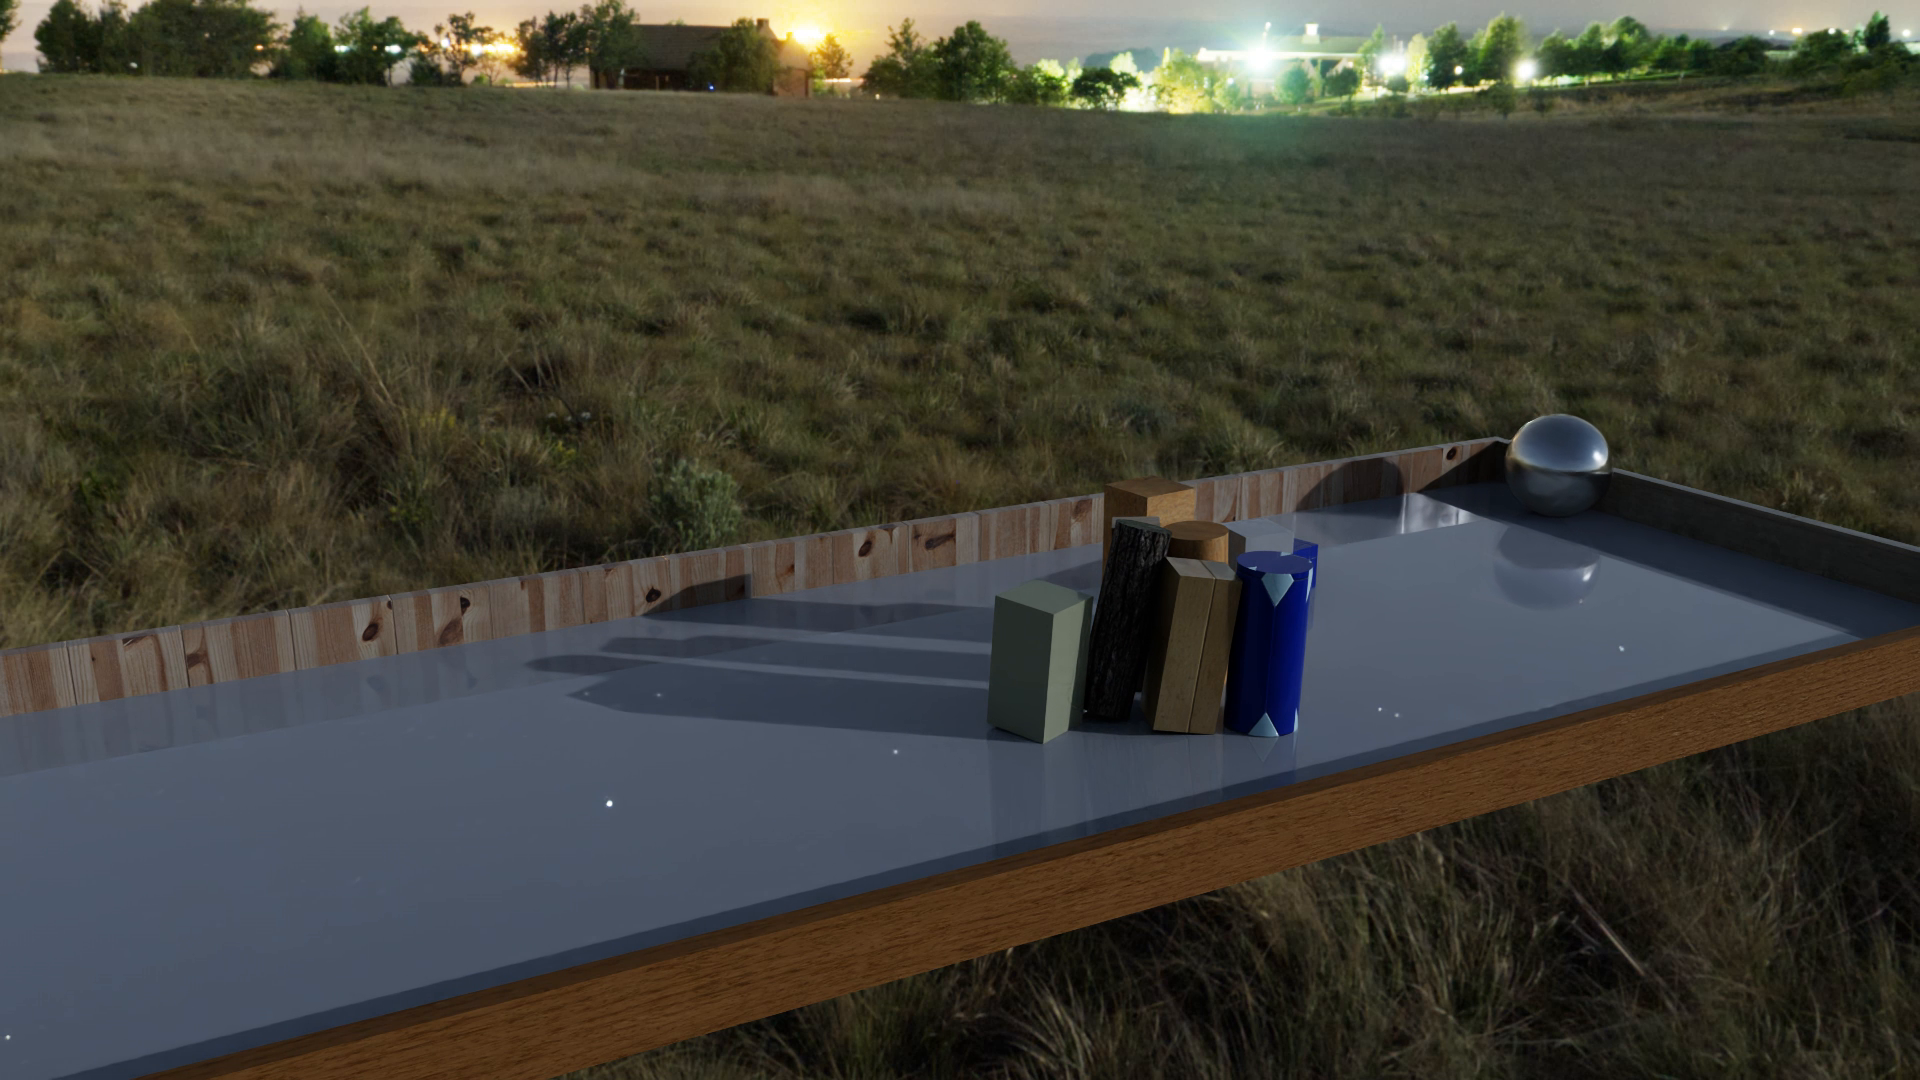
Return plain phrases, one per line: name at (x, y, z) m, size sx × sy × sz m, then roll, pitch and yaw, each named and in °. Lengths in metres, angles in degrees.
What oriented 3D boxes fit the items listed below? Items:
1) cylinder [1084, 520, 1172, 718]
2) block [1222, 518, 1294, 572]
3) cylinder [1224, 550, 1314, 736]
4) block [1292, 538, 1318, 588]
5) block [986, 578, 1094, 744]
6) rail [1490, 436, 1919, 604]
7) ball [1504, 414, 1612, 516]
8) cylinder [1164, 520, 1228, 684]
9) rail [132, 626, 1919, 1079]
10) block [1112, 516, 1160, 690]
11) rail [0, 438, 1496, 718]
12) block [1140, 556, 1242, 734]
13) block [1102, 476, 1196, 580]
cylinder at (0.385, 0.185, 3.896) m, size 0.133 × 0.449 × 0.133 m, roll 12°, pitch 9°, yaw -2°
block at (0.785, 0.115, 4.420) m, size 0.145 × 0.307 × 0.145 m, roll -6°, pitch 17°, yaw -20°
cylinder at (0.714, 0.239, 3.829) m, size 0.174 × 0.395 × 0.174 m, roll 2°, pitch 17°, yaw 0°
block at (0.873, 0.095, 4.798) m, size 0.361 × 0.131 × 0.131 m, roll -14°, pitch 21°, yaw -39°
block at (0.184, 0.278, 3.824) m, size 0.162 × 0.319 × 0.162 m, roll 17°, pitch 23°, yaw 34°
rail at (2.466, -0.048, 5.253) m, size 0.050 × 0.150 × 2.100 m, roll -9°, pitch 18°, yaw -27°
ball at (2.030, -0.255, 5.604) m, size 0.348 × 0.348 × 0.348 m, roll 0°, pitch 16°, yaw 0°
cylinder at (0.583, 0.163, 4.095) m, size 0.164 × 0.391 × 0.164 m, roll -2°, pitch 17°, yaw 1°
rail at (-2.336, 1.006, 1.665) m, size 12.000 × 0.150 × 0.050 m, roll -9°, pitch 18°, yaw -27°
block at (0.438, 0.156, 4.078) m, size 0.116 × 0.411 × 0.116 m, roll -1°, pitch 14°, yaw 6°
rail at (-3.305, 0.497, 3.399) m, size 12.000 × 0.150 × 0.050 m, roll -9°, pitch 18°, yaw -27°
block at (0.533, 0.245, 3.830) m, size 0.147 × 0.374 × 0.147 m, roll 5°, pitch 16°, yaw -8°
block at (0.499, 0.062, 4.391) m, size 0.169 × 0.424 × 0.169 m, roll -11°, pitch 20°, yaw -34°
